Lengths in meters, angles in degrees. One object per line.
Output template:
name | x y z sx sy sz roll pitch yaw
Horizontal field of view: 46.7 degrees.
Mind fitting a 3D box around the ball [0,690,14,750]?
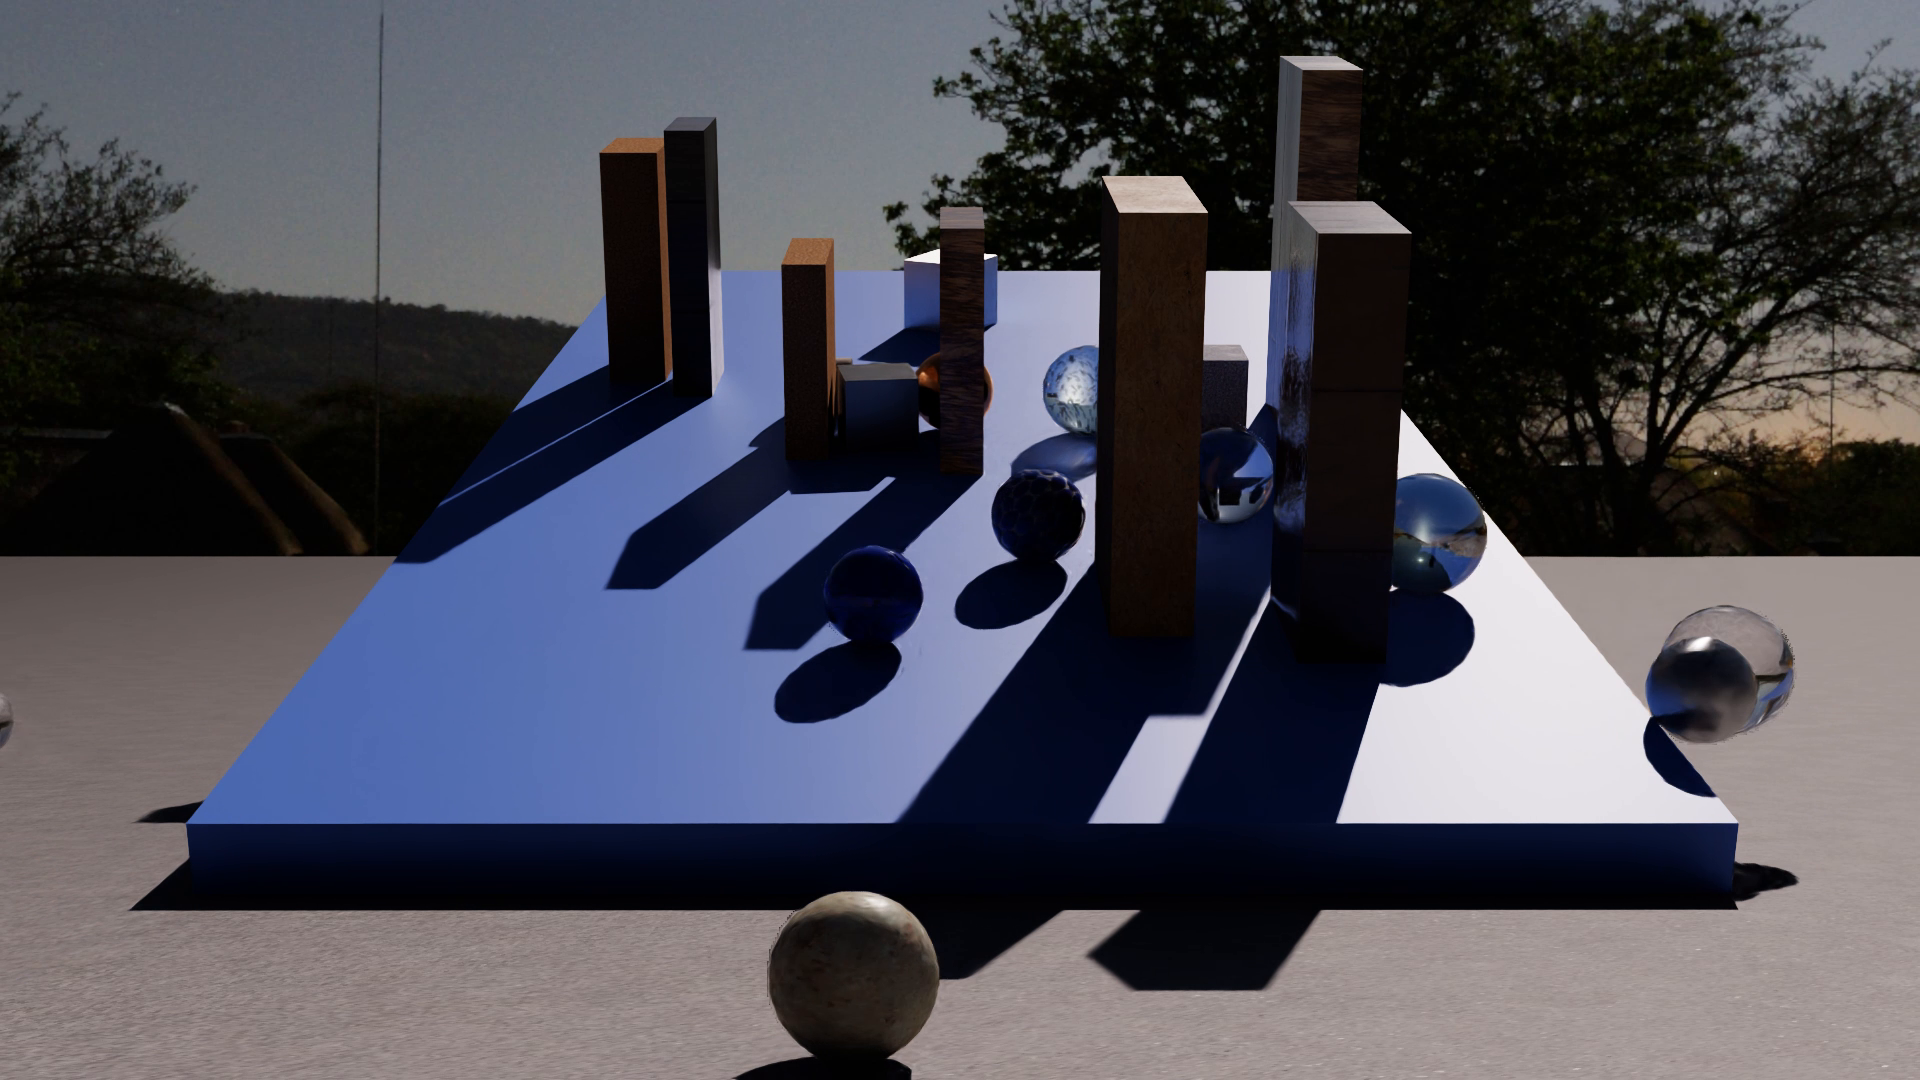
ball | -2.083 0.380 4.666 0.177 0.177 0.177 0 0 0

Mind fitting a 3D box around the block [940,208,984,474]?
block | 0.003 -0.410 4.537 0.087 0.498 0.274 0 17 0

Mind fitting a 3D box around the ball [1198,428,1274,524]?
ball | 0.494 -0.119 4.132 0.181 0.181 0.181 0 0 0

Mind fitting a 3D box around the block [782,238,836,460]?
block | -0.316 -0.407 4.681 0.089 0.407 0.324 0 17 0

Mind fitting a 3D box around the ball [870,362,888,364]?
ball | -0.177 -0.318 4.848 0.140 0.140 0.140 0 0 0

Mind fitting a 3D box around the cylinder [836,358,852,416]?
cylinder | -0.305 -0.341 4.939 0.130 0.130 0.130 0 0 0

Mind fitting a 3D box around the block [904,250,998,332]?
block | -0.024 -0.656 5.876 0.182 0.182 0.182 9 19 26

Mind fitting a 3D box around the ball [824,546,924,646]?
ball | -0.136 0.088 3.496 0.157 0.157 0.157 0 0 0

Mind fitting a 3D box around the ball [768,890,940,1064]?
ball | -0.093 0.382 1.942 0.149 0.149 0.149 0 0 0

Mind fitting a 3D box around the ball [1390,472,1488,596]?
ball | 0.781 -0.010 3.737 0.206 0.206 0.206 0 0 0

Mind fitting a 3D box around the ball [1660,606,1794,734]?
ball | 1.152 0.196 3.343 0.194 0.194 0.194 0 0 0

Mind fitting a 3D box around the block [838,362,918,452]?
block | -0.174 -0.281 4.704 0.153 0.153 0.153 -3 17 -9

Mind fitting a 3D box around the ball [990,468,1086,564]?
ball | 0.138 -0.043 3.905 0.167 0.167 0.167 0 0 0

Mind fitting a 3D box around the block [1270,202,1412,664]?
block | 0.590 -0.174 3.486 0.136 0.666 0.313 0 17 0

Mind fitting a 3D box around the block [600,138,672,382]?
block | -0.765 -0.676 5.333 0.132 0.538 0.289 0 17 0

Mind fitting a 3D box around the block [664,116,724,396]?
block | -0.616 -0.660 5.164 0.090 0.607 0.271 0 17 0

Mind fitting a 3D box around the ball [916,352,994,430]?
ball | -0.016 -0.322 4.799 0.177 0.177 0.177 0 0 0

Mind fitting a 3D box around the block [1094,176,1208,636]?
block | 0.306 -0.228 3.641 0.134 0.678 0.400 0 17 0

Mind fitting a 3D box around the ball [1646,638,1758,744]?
ball | 1.064 0.216 3.192 0.153 0.153 0.153 0 0 0

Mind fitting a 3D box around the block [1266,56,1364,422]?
block | 0.760 -0.636 4.805 0.124 0.775 0.327 0 17 0

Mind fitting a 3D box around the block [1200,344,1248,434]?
block | 0.537 -0.331 4.854 0.162 0.162 0.162 0 17 0

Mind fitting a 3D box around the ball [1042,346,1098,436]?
ball | 0.273 -0.320 4.764 0.193 0.193 0.193 0 0 0

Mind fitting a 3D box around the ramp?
ramp | -0.003 -0.175 4.789 2.000 0.100 4.000 0 17 0
